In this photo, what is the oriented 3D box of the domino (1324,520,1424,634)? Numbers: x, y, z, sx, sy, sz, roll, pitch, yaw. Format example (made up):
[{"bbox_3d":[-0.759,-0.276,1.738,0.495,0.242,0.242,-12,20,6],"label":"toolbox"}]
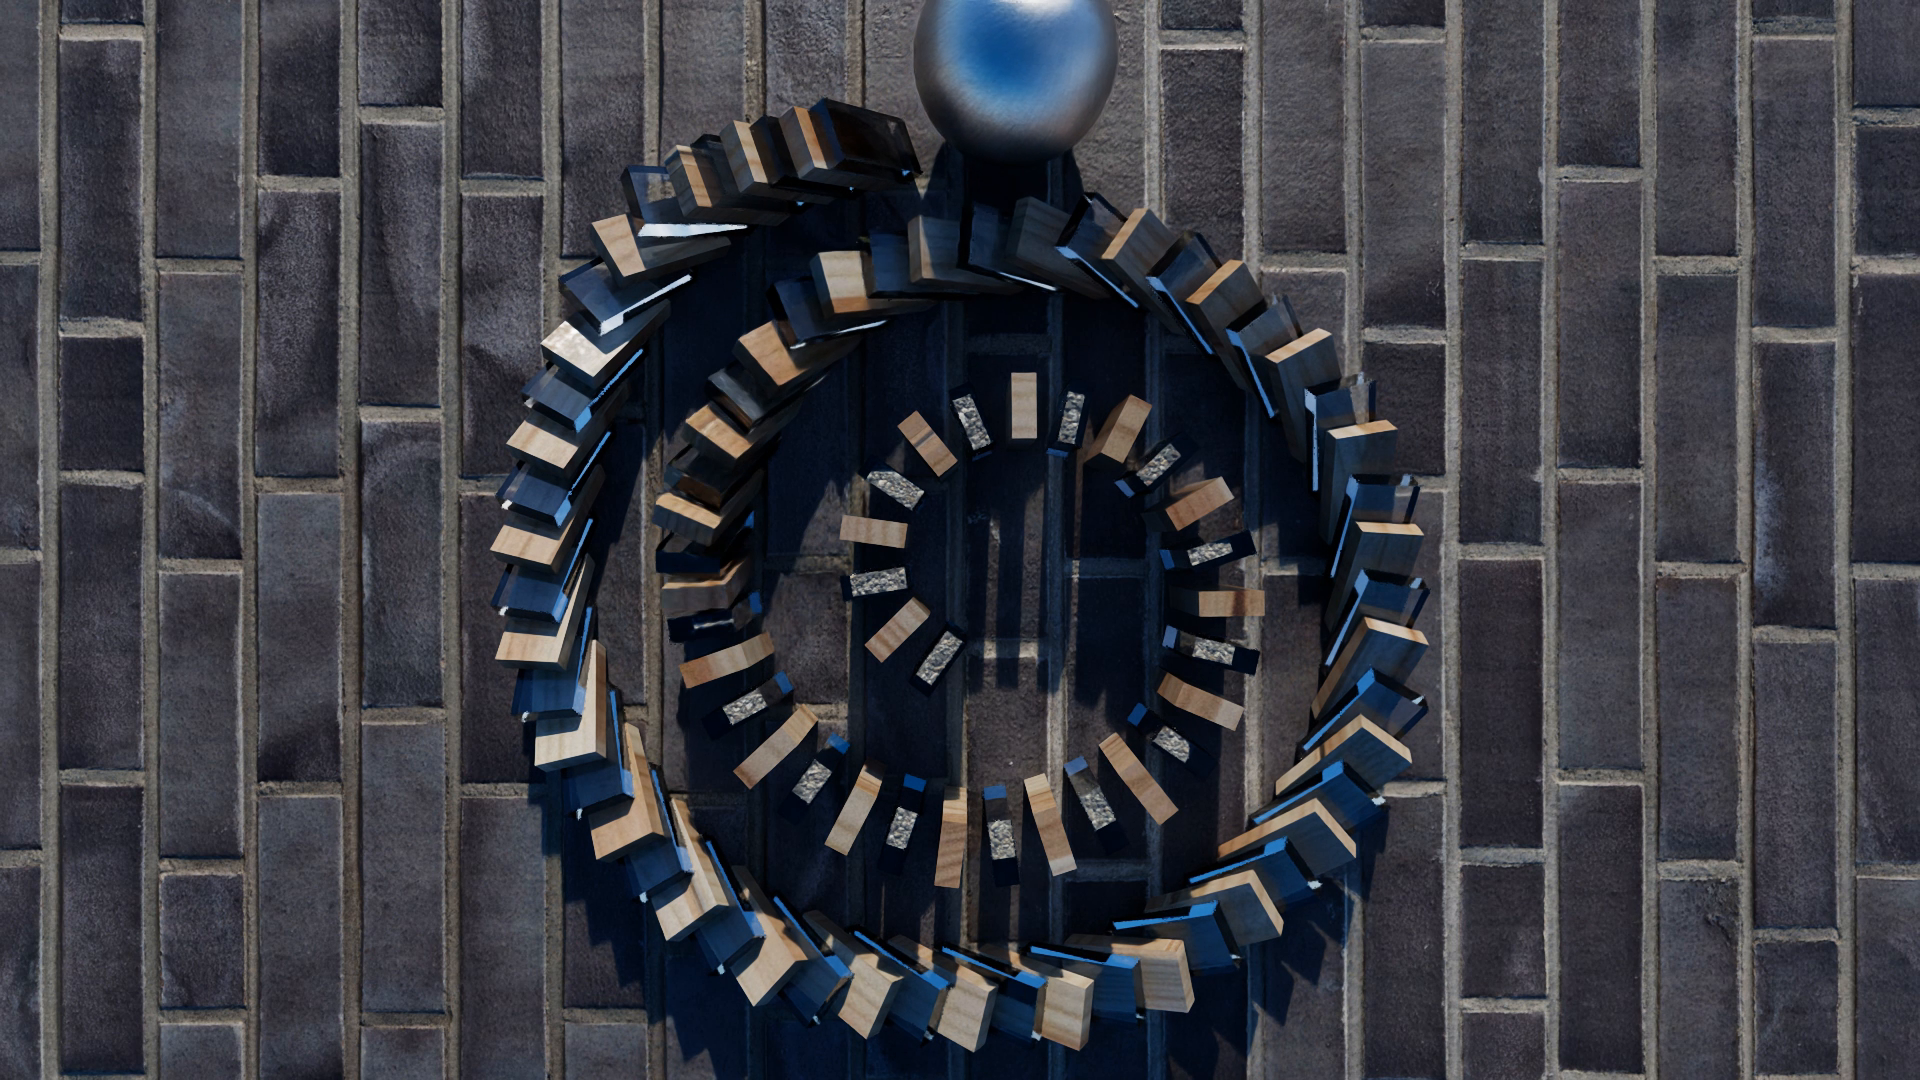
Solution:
[{"bbox_3d":[0.172,0.017,0.383,0.025,0.010,0.050,4,120,0],"label":"domino"}]

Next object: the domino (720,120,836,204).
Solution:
[{"bbox_3d":[-0.073,-0.154,0.377,0.010,0.050,0.025,-19,90,37],"label":"domino"}]

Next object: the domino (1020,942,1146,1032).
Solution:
[{"bbox_3d":[0.051,0.186,0.383,0.050,0.010,0.025,-5,90,31],"label":"domino"}]

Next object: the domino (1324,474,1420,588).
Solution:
[{"bbox_3d":[0.172,-0.003,0.383,0.025,0.010,0.050,2,120,0],"label":"domino"}]

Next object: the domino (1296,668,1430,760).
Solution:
[{"bbox_3d":[0.167,0.079,0.383,0.025,0.010,0.050,29,121,0],"label":"domino"}]

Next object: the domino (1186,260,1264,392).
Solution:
[{"bbox_3d":[0.118,-0.089,0.383,0.025,0.010,0.050,-43,120,0],"label":"domino"}]

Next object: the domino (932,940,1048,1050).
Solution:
[{"bbox_3d":[0.011,0.190,0.383,0.050,0.010,0.025,7,90,30],"label":"domino"}]

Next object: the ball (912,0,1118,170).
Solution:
[{"bbox_3d":[0.021,-0.189,0.360,0.080,0.080,0.080,0,90,0],"label":"ball"}]

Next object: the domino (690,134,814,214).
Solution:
[{"bbox_3d":[-0.084,-0.150,0.377,0.010,0.050,0.025,-20,91,37],"label":"domino"}]

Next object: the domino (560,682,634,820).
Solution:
[{"bbox_3d":[-0.153,0.087,0.384,0.025,0.009,0.050,-21,60,0],"label":"domino"}]

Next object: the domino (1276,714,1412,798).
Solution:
[{"bbox_3d":[0.159,0.097,0.383,0.025,0.010,0.050,36,120,-1],"label":"domino"}]

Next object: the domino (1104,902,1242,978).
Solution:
[{"bbox_3d":[0.089,0.169,0.383,0.050,0.010,0.025,-24,90,30],"label":"domino"}]

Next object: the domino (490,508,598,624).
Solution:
[{"bbox_3d":[-0.173,0.009,0.383,0.025,0.010,0.050,9,60,0],"label":"domino"}]

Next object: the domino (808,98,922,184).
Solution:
[{"bbox_3d":[-0.038,-0.163,0.377,0.010,0.050,0.025,-19,90,37],"label":"domino"}]

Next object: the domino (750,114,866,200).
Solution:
[{"bbox_3d":[-0.061,-0.157,0.377,0.009,0.050,0.025,-19,90,37],"label":"domino"}]

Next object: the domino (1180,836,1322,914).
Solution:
[{"bbox_3d":[0.121,0.145,0.383,0.050,0.010,0.025,-35,90,30],"label":"domino"}]

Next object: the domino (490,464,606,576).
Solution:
[{"bbox_3d":[-0.171,-0.012,0.383,0.025,0.010,0.050,14,60,0],"label":"domino"}]

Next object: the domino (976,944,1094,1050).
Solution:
[{"bbox_3d":[0.030,0.190,0.383,0.050,0.010,0.025,6,90,30],"label":"domino"}]

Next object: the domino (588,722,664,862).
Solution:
[{"bbox_3d":[-0.143,0.105,0.384,0.025,0.010,0.050,-26,60,0],"label":"domino"}]

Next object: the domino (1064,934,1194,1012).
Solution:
[{"bbox_3d":[0.070,0.180,0.383,0.050,0.009,0.025,-11,90,31],"label":"domino"}]

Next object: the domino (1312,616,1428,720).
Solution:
[{"bbox_3d":[0.170,0.057,0.383,0.025,0.010,0.050,16,120,0],"label":"domino"}]

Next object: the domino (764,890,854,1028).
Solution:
[{"bbox_3d":[-0.070,0.174,0.383,0.050,0.009,0.025,35,90,31],"label":"domino"}]

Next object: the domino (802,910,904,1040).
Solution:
[{"bbox_3d":[-0.050,0.181,0.384,0.050,0.009,0.025,24,90,30],"label":"domino"}]

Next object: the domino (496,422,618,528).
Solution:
[{"bbox_3d":[-0.168,-0.032,0.383,0.025,0.009,0.050,20,60,0],"label":"domino"}]

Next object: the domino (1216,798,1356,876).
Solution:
[{"bbox_3d":[0.136,0.131,0.383,0.050,0.009,0.025,-41,91,30],"label":"domino"}]

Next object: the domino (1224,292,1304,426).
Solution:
[{"bbox_3d":[0.133,-0.075,0.383,0.025,0.009,0.050,-37,120,0],"label":"domino"}]

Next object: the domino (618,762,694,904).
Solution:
[{"bbox_3d":[-0.132,0.122,0.383,0.025,0.010,0.050,-30,60,0],"label":"domino"}]

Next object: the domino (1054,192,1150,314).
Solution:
[{"bbox_3d":[0.065,-0.119,0.383,0.050,0.009,0.025,28,89,-31],"label":"domino"}]

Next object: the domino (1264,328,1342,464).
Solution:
[{"bbox_3d":[0.147,-0.060,0.383,0.025,0.009,0.050,-28,121,0],"label":"domino"}]

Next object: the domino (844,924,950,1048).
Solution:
[{"bbox_3d":[-0.030,0.186,0.384,0.050,0.009,0.025,19,90,30],"label":"domino"}]

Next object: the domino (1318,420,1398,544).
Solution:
[{"bbox_3d":[0.166,-0.024,0.383,0.025,0.010,0.050,-9,121,0],"label":"domino"}]

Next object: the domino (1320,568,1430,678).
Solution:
[{"bbox_3d":[0.173,0.037,0.383,0.025,0.010,0.050,10,120,0],"label":"domino"}]

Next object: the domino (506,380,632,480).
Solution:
[{"bbox_3d":[-0.163,-0.051,0.384,0.025,0.010,0.050,24,60,0],"label":"domino"}]

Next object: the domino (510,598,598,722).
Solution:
[{"bbox_3d":[-0.169,0.049,0.383,0.025,0.010,0.050,-5,60,0],"label":"domino"}]

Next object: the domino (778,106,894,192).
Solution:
[{"bbox_3d":[-0.050,-0.160,0.377,0.010,0.050,0.025,-19,90,37],"label":"domino"}]

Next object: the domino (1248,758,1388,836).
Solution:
[{"bbox_3d":[0.149,0.115,0.383,0.025,0.009,0.050,44,120,0],"label":"domino"}]

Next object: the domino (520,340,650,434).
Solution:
[{"bbox_3d":[-0.156,-0.071,0.384,0.025,0.009,0.050,29,60,0],"label":"domino"}]

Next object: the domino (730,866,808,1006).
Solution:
[{"bbox_3d":[-0.088,0.164,0.383,0.025,0.010,0.050,-47,60,1],"label":"domino"}]

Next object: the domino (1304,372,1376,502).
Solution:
[{"bbox_3d":[0.159,-0.042,0.383,0.025,0.010,0.050,-15,121,0],"label":"domino"}]

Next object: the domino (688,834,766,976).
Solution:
[{"bbox_3d":[-0.104,0.152,0.383,0.025,0.010,0.050,-41,60,0],"label":"domino"}]

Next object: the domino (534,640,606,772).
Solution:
[{"bbox_3d":[-0.162,0.069,0.383,0.025,0.009,0.050,-13,60,0],"label":"domino"}]

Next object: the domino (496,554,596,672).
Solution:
[{"bbox_3d":[-0.173,0.029,0.383,0.025,0.010,0.050,3,60,1],"label":"domino"}]

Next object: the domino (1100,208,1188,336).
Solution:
[{"bbox_3d":[0.084,-0.112,0.383,0.050,0.009,0.025,35,89,-31],"label":"domino"}]

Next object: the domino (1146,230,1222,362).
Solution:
[{"bbox_3d":[0.102,-0.101,0.383,0.025,0.010,0.050,-48,120,0],"label":"domino"}]

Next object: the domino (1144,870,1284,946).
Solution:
[{"bbox_3d":[0.106,0.158,0.383,0.050,0.009,0.025,-30,90,30],"label":"domino"}]

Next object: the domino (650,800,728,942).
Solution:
[{"bbox_3d":[-0.119,0.138,0.383,0.025,0.010,0.050,-36,60,0],"label":"domino"}]

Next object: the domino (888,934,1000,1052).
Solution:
[{"bbox_3d":[-0.010,0.189,0.384,0.050,0.010,0.025,14,90,30],"label":"domino"}]
